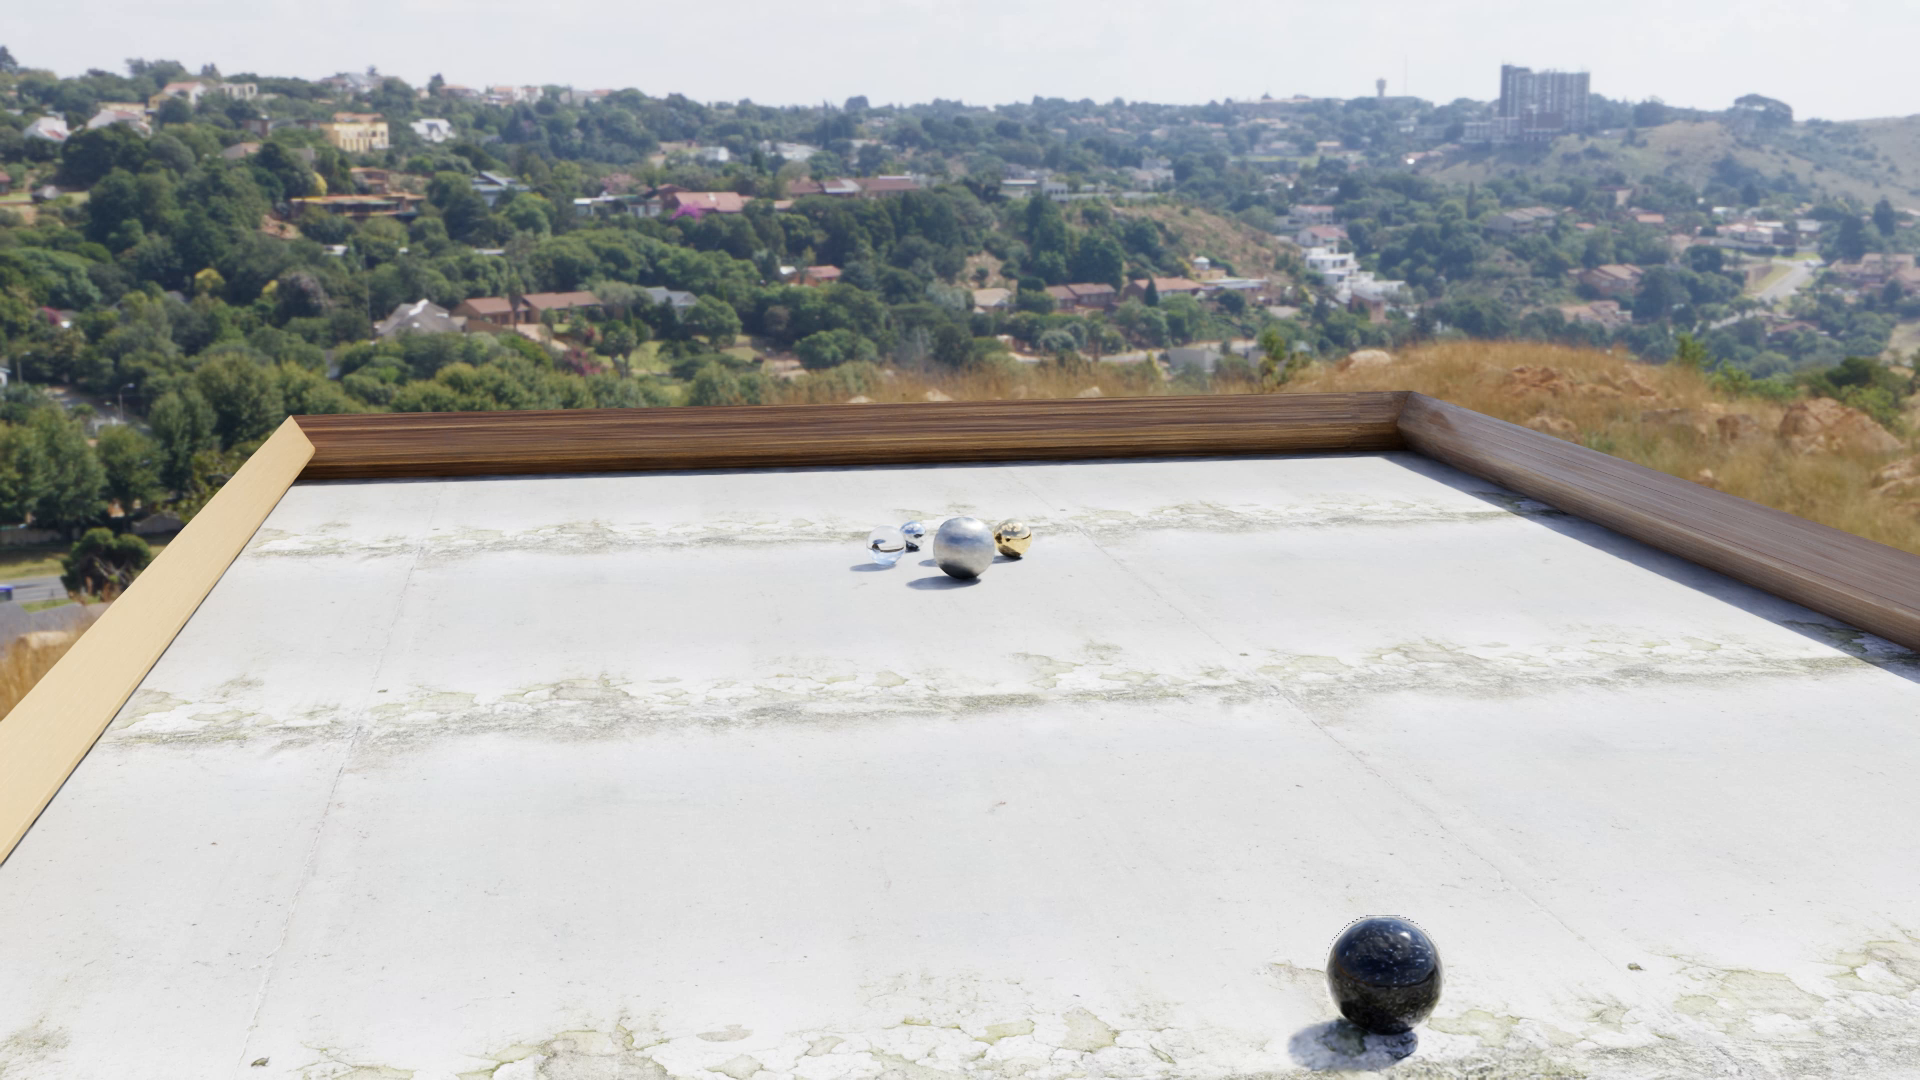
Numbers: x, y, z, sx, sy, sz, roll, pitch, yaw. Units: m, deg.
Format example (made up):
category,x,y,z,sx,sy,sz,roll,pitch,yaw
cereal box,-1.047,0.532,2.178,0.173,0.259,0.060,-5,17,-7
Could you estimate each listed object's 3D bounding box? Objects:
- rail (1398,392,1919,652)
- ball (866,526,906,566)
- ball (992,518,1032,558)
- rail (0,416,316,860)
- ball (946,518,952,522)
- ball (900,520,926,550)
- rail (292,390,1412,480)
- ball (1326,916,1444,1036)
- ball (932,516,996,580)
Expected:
category,x,y,z,sx,sy,sz,roll,pitch,yaw
rail,1.159,0.111,2.459,0.045,0.114,3.665,-2,11,-10
ball,-0.106,0.007,3.151,0.058,0.058,0.058,0,11,0
ball,0.076,-0.003,3.207,0.057,0.057,0.057,0,11,0
rail,-0.846,0.177,2.118,0.045,0.114,3.665,-2,11,-10
ball,-0.004,-0.001,3.187,0.061,0.061,0.061,0,11,0
ball,-0.070,-0.007,3.269,0.042,0.042,0.042,0,11,0
rail,-0.152,-0.193,4.039,2.082,0.114,0.045,-2,11,-10
ball,0.297,0.305,1.540,0.082,0.082,0.082,0,11,0
ball,0.006,0.011,3.053,0.088,0.088,0.088,0,11,0
